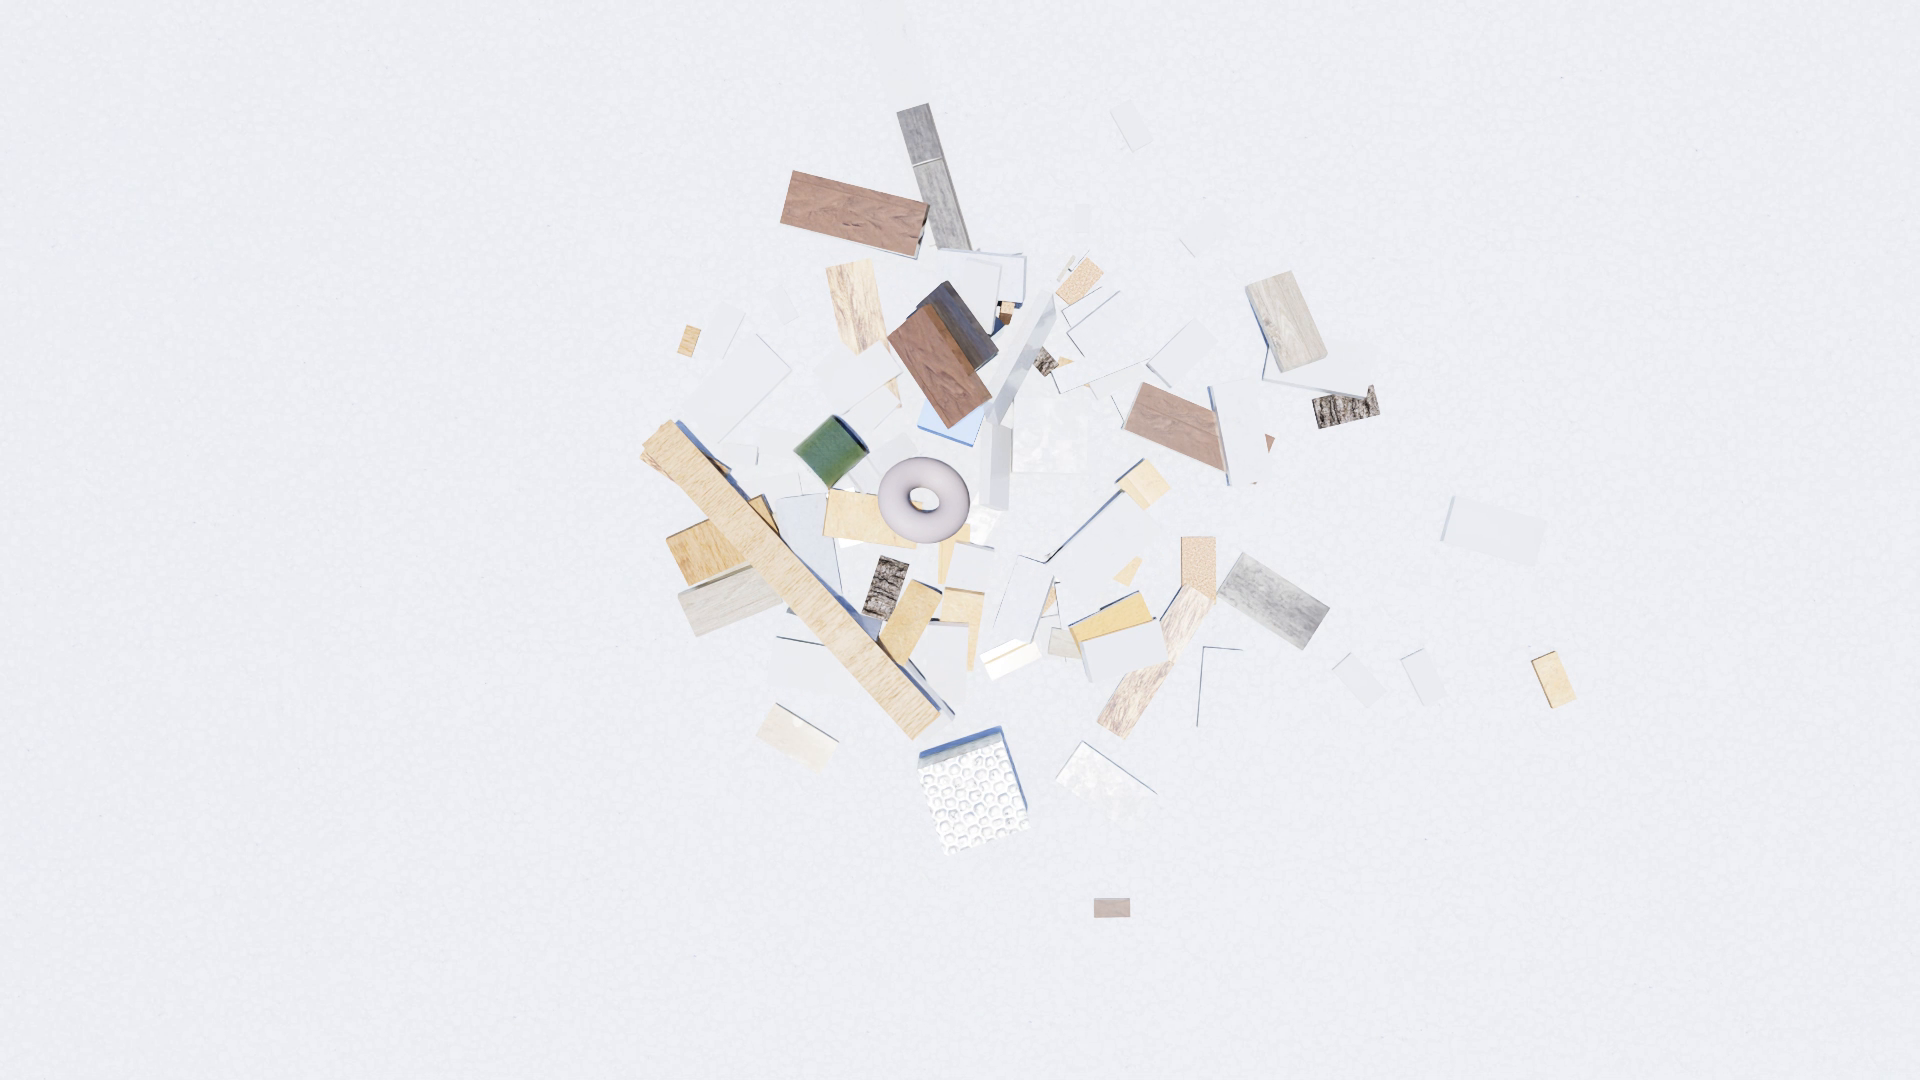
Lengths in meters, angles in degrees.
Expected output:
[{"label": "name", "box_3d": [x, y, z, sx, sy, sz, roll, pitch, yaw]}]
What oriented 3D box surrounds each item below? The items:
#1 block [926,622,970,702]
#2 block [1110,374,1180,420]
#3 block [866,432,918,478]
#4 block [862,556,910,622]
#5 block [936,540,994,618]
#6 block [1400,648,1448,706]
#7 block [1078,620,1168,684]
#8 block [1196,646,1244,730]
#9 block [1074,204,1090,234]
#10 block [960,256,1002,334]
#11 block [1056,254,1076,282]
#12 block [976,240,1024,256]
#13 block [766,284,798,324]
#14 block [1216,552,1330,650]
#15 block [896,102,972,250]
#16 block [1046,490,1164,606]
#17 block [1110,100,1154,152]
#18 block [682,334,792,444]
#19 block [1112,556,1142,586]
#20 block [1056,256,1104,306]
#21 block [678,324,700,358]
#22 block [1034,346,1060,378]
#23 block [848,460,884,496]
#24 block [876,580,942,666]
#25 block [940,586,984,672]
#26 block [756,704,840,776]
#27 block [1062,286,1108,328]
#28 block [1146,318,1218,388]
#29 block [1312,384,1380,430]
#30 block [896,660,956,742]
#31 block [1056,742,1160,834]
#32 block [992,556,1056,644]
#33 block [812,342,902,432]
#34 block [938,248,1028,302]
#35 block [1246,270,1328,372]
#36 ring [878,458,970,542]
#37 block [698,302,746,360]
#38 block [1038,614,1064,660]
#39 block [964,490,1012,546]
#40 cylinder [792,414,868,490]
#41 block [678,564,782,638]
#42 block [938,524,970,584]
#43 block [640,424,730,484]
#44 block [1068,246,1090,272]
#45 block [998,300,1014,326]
[{"label": "block", "box_3d": [-0.042, 0.400, 5.436, 0.132, 0.037, 0.265, 3, 110, 2]}, {"label": "block", "box_3d": [0.617, -0.482, 5.485, 0.206, 0.029, 0.103, -27, 90, 0]}, {"label": "block", "box_3d": [-0.225, -0.284, 5.453, 0.163, 0.023, 0.081, -35, 90, -27]}, {"label": "block", "box_3d": [-0.248, 0.163, 5.486, 0.102, 0.029, 0.203, 18, 90, 0]}, {"label": "block", "box_3d": [0.018, 0.144, 5.444, 0.133, 0.038, 0.266, 14, 105, -1]}, {"label": "block", "box_3d": [1.543, 0.457, 5.488, 0.086, 0.024, 0.172, -26, 90, 0]}, {"label": "block", "box_3d": [0.536, 0.363, 5.387, 0.276, 0.039, 0.138, -15, 93, -17]}, {"label": "block", "box_3d": [0.865, 0.494, 5.481, 0.133, 0.038, 0.266, 5, 90, 0]}, {"label": "block", "box_3d": [0.407, -1.070, 5.493, 0.047, 0.013, 0.094, -1, 90, 0]}, {"label": "block", "box_3d": [0.062, -0.767, 5.180, 0.113, 0.032, 0.225, 14, 121, 12]}, {"label": "block", "box_3d": [0.352, -0.901, 5.477, 0.013, 0.047, 0.094, 34, 90, 0]}, {"label": "block", "box_3d": [0.097, -0.906, 5.346, 0.140, 0.280, 0.040, -12, 88, -16]}, {"label": "block", "box_3d": [-0.592, -0.783, 5.491, 0.061, 0.017, 0.122, -29, 90, 0]}, {"label": "block", "box_3d": [1.038, 0.204, 5.476, 0.338, 0.048, 0.169, 33, 90, 0]}, {"label": "block", "box_3d": [-0.078, -1.164, 5.445, 0.113, 0.032, 0.545, -17, 90, 0]}, {"label": "block", "box_3d": [0.469, 0.025, 5.377, 0.356, 0.050, 0.178, -44, 95, 9]}, {"label": "block", "box_3d": [0.570, -1.378, 5.489, 0.078, 0.022, 0.157, -29, 90, 0]}, {"label": "block", "box_3d": [-0.742, -0.503, 5.476, 0.345, 0.049, 0.172, -45, 90, 0]}, {"label": "block", "box_3d": [0.492, 0.062, 5.485, 0.206, 0.029, 0.103, 28, 90, 0]}, {"label": "block", "box_3d": [0.398, -0.856, 5.489, 0.078, 0.022, 0.157, 42, 90, 0]}, {"label": "block", "box_3d": [-0.902, -0.663, 5.493, 0.050, 0.014, 0.099, 19, 90, 0]}, {"label": "block", "box_3d": [0.263, -0.610, 5.481, 0.064, 0.018, 0.129, -42, 83, 4]}, {"label": "block", "box_3d": [-0.276, -0.234, 5.445, 0.184, 0.026, 0.092, -38, 90, -28]}, {"label": "block", "box_3d": [-0.172, 0.272, 5.430, 0.037, 0.132, 0.265, 33, 84, -44]}, {"label": "block", "box_3d": [-0.003, 0.294, 5.447, 0.133, 0.038, 0.266, 9, 105, 0]}, {"label": "block", "box_3d": [-0.540, 0.661, 5.482, 0.249, 0.035, 0.125, 32, 90, 0]}, {"label": "block", "box_3d": [0.423, -0.768, 5.476, 0.157, 0.022, 0.078, -31, 106, -2]}, {"label": "block", "box_3d": [0.738, -0.620, 5.466, 0.225, 0.032, 0.113, -44, 90, -9]}, {"label": "block", "box_3d": [1.284, -0.442, 5.485, 0.206, 0.029, 0.103, -14, 90, 0]}, {"label": "block", "box_3d": [-0.151, 0.527, 5.455, 0.132, 0.037, 0.265, -40, 90, 25]}, {"label": "block", "box_3d": [0.488, 0.822, 5.478, 0.311, 0.044, 0.155, 35, 90, 0]}, {"label": "block", "box_3d": [0.215, 0.199, 5.459, 0.133, 0.038, 0.266, 19, 88, 16]}, {"label": "block", "box_3d": [-0.340, -0.505, 5.437, 0.138, 0.039, 0.276, -44, 89, 1]}, {"label": "block", "box_3d": [0.069, -0.834, 5.192, 0.280, 0.040, 0.140, 8, 114, 15]}, {"label": "block", "box_3d": [1.076, -0.720, 5.435, 0.156, 0.044, 0.312, -19, 76, -5]}, {"label": "ring", "box_3d": [-0.118, -0.131, 5.403, 0.308, 0.103, 0.308, 5, 63, -10]}, {"label": "block", "box_3d": [-0.791, -0.697, 5.488, 0.086, 0.024, 0.173, 26, 90, 0]}, {"label": "block", "box_3d": [0.303, 0.324, 5.480, 0.071, 0.020, 0.141, -9, 97, -3]}, {"label": "block", "box_3d": [0.077, -0.088, 5.486, 0.102, 0.029, 0.203, 29, 90, 0]}, {"label": "cylinder", "box_3d": [-0.426, -0.288, 5.403, 0.177, 0.177, 0.177, -43, 90, -6]}, {"label": "block", "box_3d": [-0.761, 0.193, 5.455, 0.306, 0.043, 0.153, -22, 109, 0]}, {"label": "block", "box_3d": [-0.019, 0.045, 5.467, 0.102, 0.029, 0.203, 2, 99, 4]}, {"label": "block", "box_3d": [-0.912, -0.251, 5.461, 0.274, 0.039, 0.137, 34, 90, 8]}, {"label": "block", "box_3d": [0.395, -0.932, 5.477, 0.013, 0.047, 0.094, 40, 90, 0]}, {"label": "block", "box_3d": [0.158, -0.787, 5.360, 0.040, 0.280, 0.140, 10, 90, -1]}]
